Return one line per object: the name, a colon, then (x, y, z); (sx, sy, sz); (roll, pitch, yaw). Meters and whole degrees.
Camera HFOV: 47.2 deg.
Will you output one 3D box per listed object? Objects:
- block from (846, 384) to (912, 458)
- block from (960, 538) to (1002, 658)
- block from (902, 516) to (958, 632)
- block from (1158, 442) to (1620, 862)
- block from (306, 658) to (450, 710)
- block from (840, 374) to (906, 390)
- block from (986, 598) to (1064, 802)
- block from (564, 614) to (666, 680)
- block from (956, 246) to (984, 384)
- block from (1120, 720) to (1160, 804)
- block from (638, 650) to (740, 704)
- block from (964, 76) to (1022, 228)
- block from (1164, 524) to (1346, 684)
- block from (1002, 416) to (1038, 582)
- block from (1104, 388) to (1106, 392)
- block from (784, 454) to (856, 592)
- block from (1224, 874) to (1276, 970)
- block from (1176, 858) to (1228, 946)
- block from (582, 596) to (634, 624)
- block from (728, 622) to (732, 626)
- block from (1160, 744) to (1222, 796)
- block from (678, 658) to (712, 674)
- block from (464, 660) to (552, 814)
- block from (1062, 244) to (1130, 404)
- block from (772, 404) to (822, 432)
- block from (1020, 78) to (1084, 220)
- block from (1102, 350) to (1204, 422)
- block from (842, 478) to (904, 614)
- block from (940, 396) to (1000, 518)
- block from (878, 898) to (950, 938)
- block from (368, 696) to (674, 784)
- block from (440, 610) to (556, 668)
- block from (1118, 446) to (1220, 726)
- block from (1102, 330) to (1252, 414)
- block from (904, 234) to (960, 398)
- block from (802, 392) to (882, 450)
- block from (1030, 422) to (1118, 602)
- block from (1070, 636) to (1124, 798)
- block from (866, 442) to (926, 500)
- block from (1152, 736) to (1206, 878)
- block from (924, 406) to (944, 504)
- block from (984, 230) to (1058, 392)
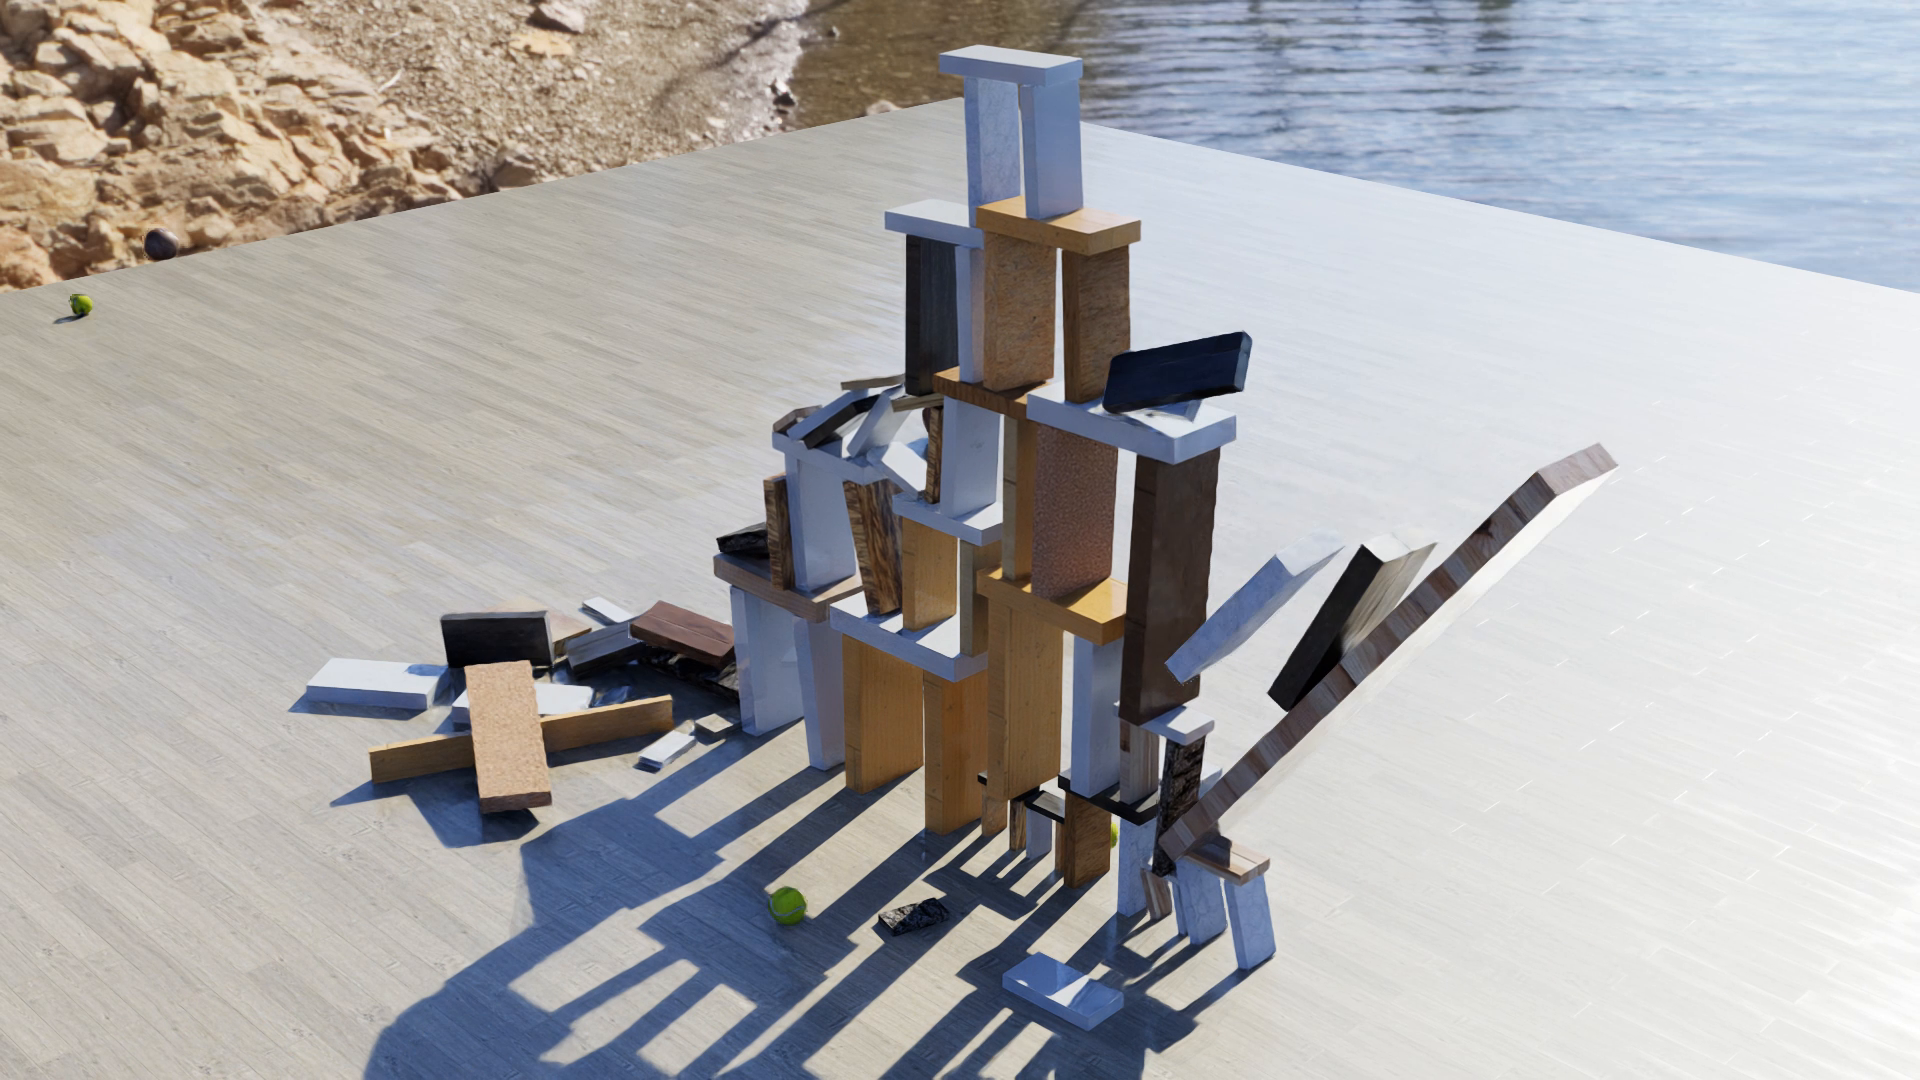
block: (-0.145, -0.235, 4.275); (0.093, 0.185, 0.026); (-21, 68, -41)
block: (0.052, 0.094, 4.200); (0.034, 0.238, 0.119); (20, 30, 39)
block: (-0.058, 0.050, 4.303); (0.034, 0.239, 0.119); (21, 31, 39)
block: (0.661, 0.215, 3.582); (0.167, 1.123, 0.047); (-21, 67, -40)
block: (-1.308, 0.323, 4.949); (0.281, 0.040, 0.140); (3, 23, 8)
block: (-0.163, -0.305, 4.239); (0.122, 0.017, 0.061); (-2, 10, 38)
block: (0.125, 0.286, 4.215); (0.159, 0.419, 0.045); (-21, 31, -40)
block: (-0.771, 0.234, 5.073); (0.269, 0.038, 0.135); (-19, 27, -10)
block: (0.051, -0.422, 4.005); (0.035, 0.249, 0.125); (18, 29, 40)
block: (0.329, 0.392, 4.027); (0.024, 0.167, 0.084); (19, 30, 41)
block: (-0.551, 0.284, 4.979); (0.427, 0.038, 0.135); (17, 40, 42)
block: (0.059, -0.699, 3.898); (0.032, 0.274, 0.112); (14, 26, 37)
block: (0.499, 0.110, 3.731); (0.167, 0.335, 0.047); (-26, 72, -45)
block: (0.132, -0.090, 4.039); (0.119, 0.318, 0.034); (-21, 31, -40)
block: (0.314, -0.248, 3.813); (0.119, 0.017, 0.059); (18, 27, 39)
block: (-0.285, -0.052, 4.514); (0.038, 0.288, 0.135); (16, 27, 43)
block: (0.522, 0.677, 3.951); (0.083, 0.167, 0.024); (-21, 16, -41)
block: (0.443, 0.647, 4.023); (0.083, 0.166, 0.024); (-21, 15, -41)
block: (-0.737, 0.226, 5.211); (0.049, 0.014, 0.506); (-19, 29, -37)
block: (-0.531, 0.212, 5.207); (0.049, 0.014, 0.097); (13, 26, 27)
block: (0.411, 0.475, 4.597); (0.244, 0.035, 0.122); (19, 30, 38)
block: (-0.584, 0.274, 4.954); (0.097, 0.014, 0.049); (-14, 28, -5)
block: (-0.946, 0.404, 4.589); (0.140, 0.040, 0.448); (-5, 34, -14)
block: (0.237, -0.382, 3.808); (0.038, 0.266, 0.133); (17, 28, 42)
block: (-0.324, -0.242, 4.388); (0.061, 0.017, 0.122); (-12, -6, -27)
block: (0.158, -0.672, 3.768); (0.112, 0.223, 0.032); (-21, 26, -40)
block: (0.335, -0.261, 3.716); (0.028, 0.098, 0.195); (29, -9, -41)
block: (-0.146, -0.002, 4.383); (0.135, 0.271, 0.038); (-21, 16, -40)
block: (0.020, -0.169, 4.122); (0.034, 0.238, 0.119); (25, 33, 39)
block: (-0.086, 0.701, 4.088); (0.119, 0.017, 0.059); (-12, 26, -27)
block: (-0.925, 0.421, 4.672); (0.643, 0.074, 0.021); (-9, 25, -20)
block: (-1.060, 0.228, 5.047); (0.244, 0.122, 0.035); (-2, 23, 6)
block: (0.367, 0.070, 3.858); (0.167, 0.507, 0.047); (-21, 33, -40)
block: (0.358, -0.276, 3.651); (0.273, 0.098, 0.028); (-7, -28, 42)
block: (-0.047, -0.428, 4.105); (0.035, 0.302, 0.125); (16, 25, 37)
block: (-0.221, -0.234, 4.307); (0.093, 0.026, 0.185); (-21, -6, -41)
block: (0.208, -0.071, 3.972); (0.167, 0.335, 0.047); (-21, 33, -40)
block: (0.276, 0.300, 4.051); (0.045, 0.319, 0.159); (21, 30, 40)
block: (-0.101, -0.135, 4.265); (0.080, 0.023, 0.159); (-17, 43, -38)
block: (0.396, 0.473, 3.987); (0.084, 0.287, 0.024); (-21, 35, -40)
block: (-0.023, -0.169, 4.173); (0.080, 0.196, 0.023); (-19, 36, -37)
block: (0.109, -0.424, 3.953); (0.133, 0.297, 0.038); (-16, 28, -33)
